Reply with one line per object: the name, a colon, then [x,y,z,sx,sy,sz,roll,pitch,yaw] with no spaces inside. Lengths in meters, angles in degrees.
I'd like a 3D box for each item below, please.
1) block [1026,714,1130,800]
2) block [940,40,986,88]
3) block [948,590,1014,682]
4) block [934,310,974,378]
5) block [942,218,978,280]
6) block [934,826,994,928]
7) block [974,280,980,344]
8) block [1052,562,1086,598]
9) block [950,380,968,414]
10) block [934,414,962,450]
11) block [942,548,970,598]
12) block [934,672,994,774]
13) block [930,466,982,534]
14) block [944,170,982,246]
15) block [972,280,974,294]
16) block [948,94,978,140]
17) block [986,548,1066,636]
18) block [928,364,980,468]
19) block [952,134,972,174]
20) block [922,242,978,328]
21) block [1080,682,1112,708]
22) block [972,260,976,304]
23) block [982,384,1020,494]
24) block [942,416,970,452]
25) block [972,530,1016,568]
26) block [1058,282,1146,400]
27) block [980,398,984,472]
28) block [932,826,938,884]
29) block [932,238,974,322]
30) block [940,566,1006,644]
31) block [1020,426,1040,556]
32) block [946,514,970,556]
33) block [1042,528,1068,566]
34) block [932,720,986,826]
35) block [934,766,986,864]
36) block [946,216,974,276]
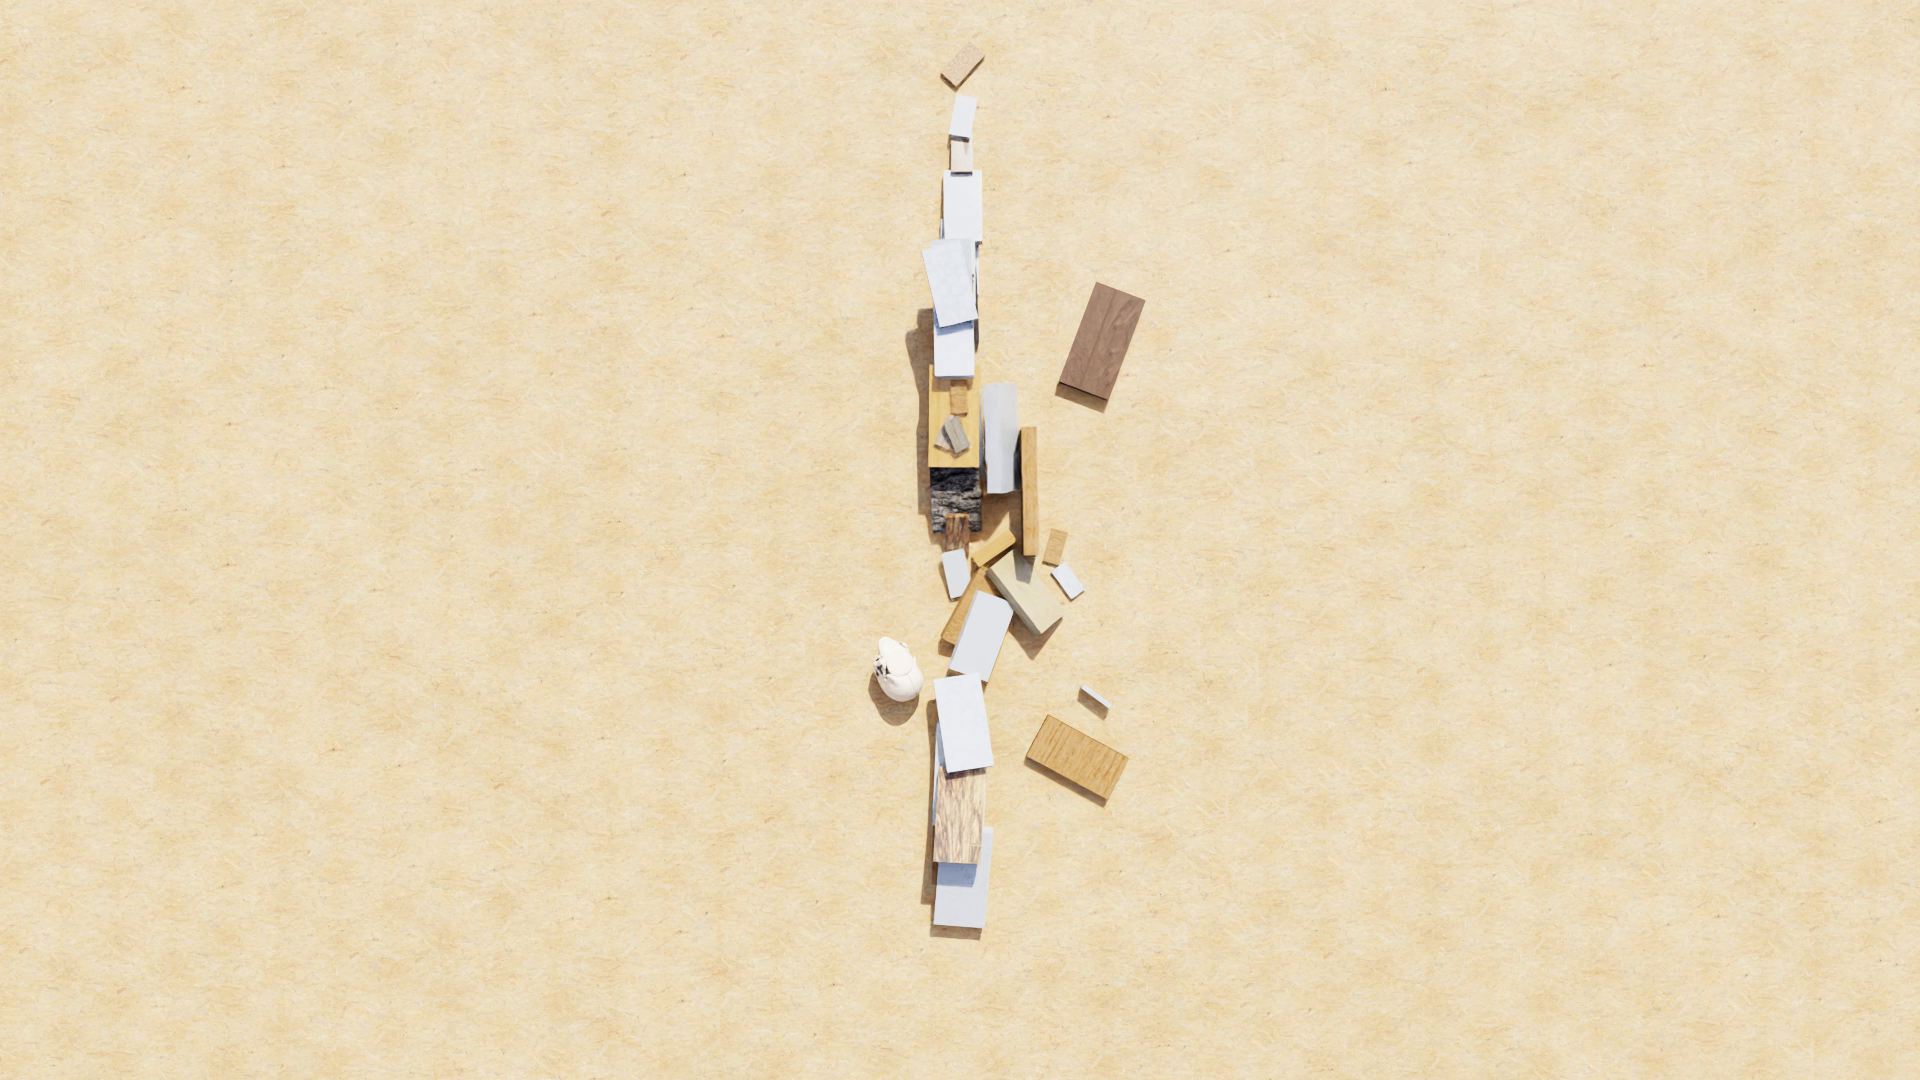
block: [0.390,0.719,5.478,0.304,0.043,0.152,28,90,0]
block: [0.009,-1.584,5.490,0.071,0.020,0.142,42,90,0]
block: [0.072,0.314,5.437,0.136,0.039,0.273,20,92,-13]
block: [-0.020,-0.643,5.271,0.125,0.035,0.250,-1,81,0]
block: [0.000,-0.938,5.482,0.126,0.036,0.251,0,90,0]
block: [0.011,1.103,5.418,0.169,0.048,0.338,5,103,-1]
block: [-0.004,-0.776,5.454,0.126,0.036,0.251,-2,103,0]
block: [0.360,0.134,5.492,0.057,0.016,0.113,-36,90,0]
block: [-0.003,-0.460,5.284,0.053,0.015,0.105,-2,98,0]
block: [-0.038,-0.349,5.300,0.053,0.015,0.105,24,98,-4]
block: [-0.010,0.111,5.473,0.076,0.022,0.152,-12,103,0]
block: [0.011,0.596,5.371,0.152,0.043,0.304,-8,78,-3]
block: [-0.016,-0.188,5.428,0.164,0.046,0.328,-3,108,0]
block: [0.010,-1.099,5.454,0.126,0.036,0.251,-1,77,0]
block: [-0.009,-0.750,5.363,0.097,0.027,0.193,3,107,-2]
block: [0.010,-1.404,5.477,0.071,0.020,0.142,10,79,0]
block: [0.217,0.171,5.443,0.136,0.039,0.273,-38,90,-38]
block: [-0.018,-0.401,5.323,0.164,0.046,0.328,1,98,0]
block: [0.007,-1.282,5.471,0.071,0.020,0.142,0,74,0]
block: [-0.033,-0.810,5.238,0.125,0.035,0.250,-14,92,-2]
block: [0.451,0.516,5.472,0.113,0.057,0.016,36,90,0]
block: [0.001,-0.867,5.392,0.097,0.027,0.194,-1,86,0]
block: [0.138,-0.333,5.392,0.050,0.176,0.352,0,96,22]
block: [-0.011,-0.339,5.287,0.053,0.015,0.105,-26,109,-6]
block: [0.112,0.027,5.461,0.152,0.076,0.022,-35,109,0]
block: [0.470,-0.659,5.475,0.176,0.050,0.352,21,90,0]
block: [-0.010,-0.378,5.414,0.164,0.046,0.328,-3,113,0]
block: [-0.005,0.972,5.476,0.169,0.048,0.338,1,90,0]
block: [-0.021,-0.737,5.334,0.125,0.035,0.467,-2,107,0]
block: [0.060,0.232,5.465,0.136,0.039,0.273,29,90,-13]
block: [0.227,-0.158,5.412,0.050,0.176,0.415,-1,90,0]
block: [-0.009,-0.017,5.448,0.076,0.022,0.152,-1,125,-1]
block: [0.318,0.021,5.492,0.057,0.016,0.113,16,90,0]
block: [0.001,0.770,5.428,0.169,0.048,0.338,2,90,0]
block: [-0.001,0.893,5.346,0.152,0.043,0.304,4,76,0]
block: [-0.001,-0.959,5.372,0.097,0.027,0.193,0,86,0]
